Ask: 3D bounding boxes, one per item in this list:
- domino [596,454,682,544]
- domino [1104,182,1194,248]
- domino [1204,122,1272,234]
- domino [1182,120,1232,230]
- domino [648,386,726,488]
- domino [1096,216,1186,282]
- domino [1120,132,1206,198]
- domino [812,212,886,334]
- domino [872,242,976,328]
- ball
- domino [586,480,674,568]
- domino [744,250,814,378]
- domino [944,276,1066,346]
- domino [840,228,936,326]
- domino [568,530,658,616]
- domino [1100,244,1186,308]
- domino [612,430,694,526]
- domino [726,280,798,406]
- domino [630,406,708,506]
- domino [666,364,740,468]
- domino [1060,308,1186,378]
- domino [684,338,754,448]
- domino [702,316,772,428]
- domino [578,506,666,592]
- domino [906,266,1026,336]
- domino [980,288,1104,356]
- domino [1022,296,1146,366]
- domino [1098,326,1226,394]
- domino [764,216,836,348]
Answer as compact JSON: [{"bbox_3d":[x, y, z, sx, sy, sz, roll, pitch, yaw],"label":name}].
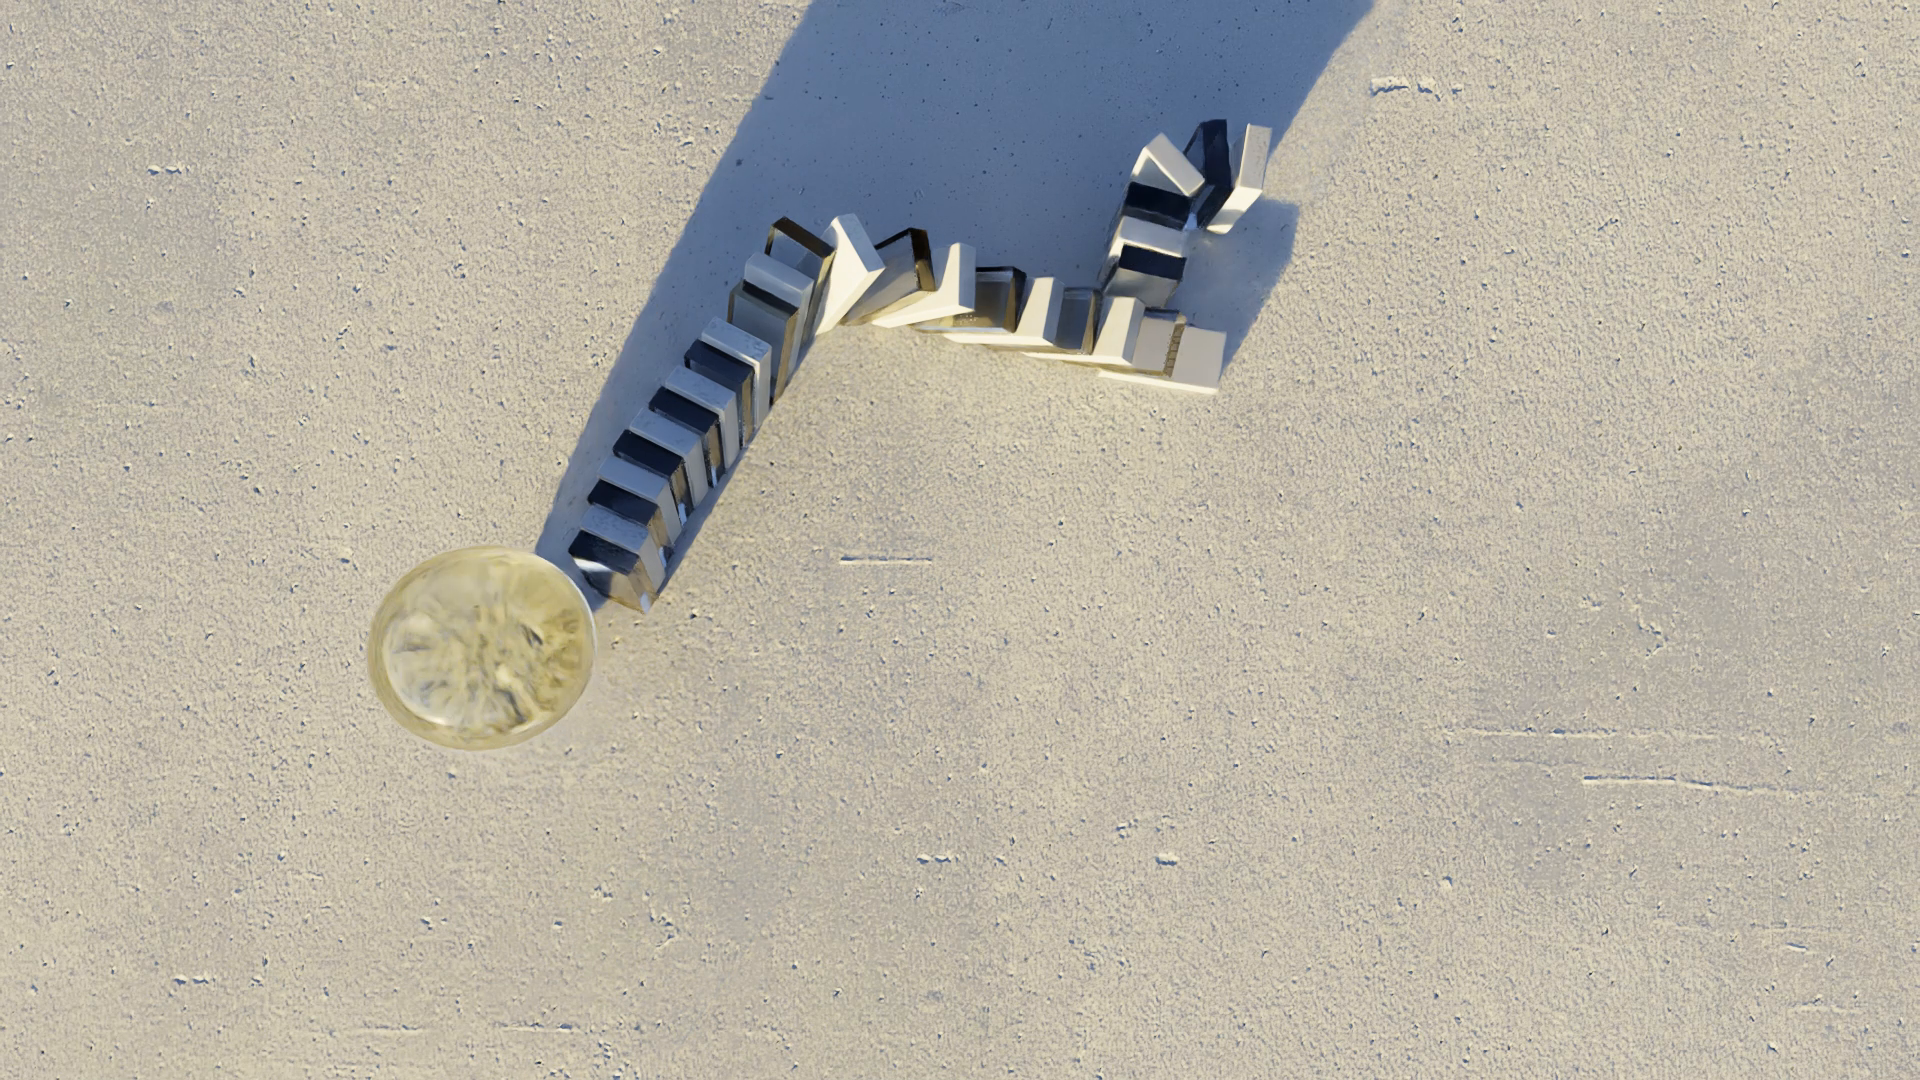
[{"bbox_3d":[-0.130,-0.015,0.375,0.025,0.050,0.010,24,66,0],"label":"domino"},{"bbox_3d":[0.076,-0.129,0.375,0.025,0.050,0.009,16,90,0],"label":"domino"},{"bbox_3d":[0.113,-0.146,0.375,0.009,0.050,0.025,10,90,0],"label":"domino"},{"bbox_3d":[0.098,-0.148,0.375,0.010,0.050,0.025,-5,90,0],"label":"domino"},{"bbox_3d":[-0.111,-0.041,0.375,0.025,0.050,0.009,27,66,0],"label":"domino"},{"bbox_3d":[0.073,-0.115,0.375,0.025,0.050,0.010,16,88,0],"label":"domino"},{"bbox_3d":[0.082,-0.144,0.375,0.010,0.050,0.025,-42,90,0],"label":"domino"},{"bbox_3d":[-0.052,-0.109,0.377,0.010,0.050,0.025,-30,90,-38],"label":"domino"},{"bbox_3d":[-0.016,-0.105,0.380,0.050,0.009,0.025,1,90,42],"label":"domino"},{"bbox_3d":[-0.185,0.042,0.360,0.080,0.080,0.080,0,90,0],"label":"ball"},{"bbox_3d":[-0.134,-0.005,0.375,0.025,0.050,0.010,24,66,0],"label":"domino"},{"bbox_3d":[-0.078,-0.091,0.378,0.025,0.050,0.009,28,51,0],"label":"domino"},{"bbox_3d":[0.018,-0.095,0.381,0.050,0.010,0.025,11,90,36],"label":"domino"},{"bbox_3d":[-0.032,-0.108,0.379,0.050,0.010,0.025,-9,90,45],"label":"domino"},{"bbox_3d":[-0.141,0.014,0.375,0.025,0.050,0.009,24,66,0],"label":"domino"},{"bbox_3d":[0.073,-0.103,0.375,0.025,0.050,0.010,12,84,0],"label":"domino"},{"bbox_3d":[-0.125,-0.024,0.375,0.025,0.050,0.009,26,66,0],"label":"domino"},{"bbox_3d":[-0.083,-0.080,0.377,0.025,0.050,0.010,27,53,0],"label":"domino"},{"bbox_3d":[-0.118,-0.033,0.375,0.025,0.050,0.010,27,66,0],"label":"domino"},{"bbox_3d":[-0.104,-0.050,0.375,0.025,0.050,0.010,27,65,0],"label":"domino"},{"bbox_3d":[0.066,-0.084,0.382,0.050,0.010,0.025,15,92,34],"label":"domino"},{"bbox_3d":[-0.098,-0.059,0.376,0.025,0.050,0.009,27,63,0],"label":"domino"},{"bbox_3d":[-0.091,-0.067,0.376,0.025,0.050,0.009,28,63,0],"label":"domino"},{"bbox_3d":[-0.137,0.005,0.375,0.025,0.050,0.010,24,66,0],"label":"domino"},{"bbox_3d":[0.002,-0.099,0.381,0.050,0.009,0.025,11,90,36],"label":"domino"},{"bbox_3d":[0.034,-0.091,0.381,0.050,0.010,0.025,12,90,36],"label":"domino"},{"bbox_3d":[0.050,-0.088,0.381,0.050,0.009,0.025,13,91,36],"label":"domino"},{"bbox_3d":[0.087,-0.080,0.395,0.050,0.009,0.025,9,90,0],"label":"domino"},{"bbox_3d":[-0.070,-0.104,0.378,0.025,0.050,0.009,33,48,2],"label":"domino"}]
